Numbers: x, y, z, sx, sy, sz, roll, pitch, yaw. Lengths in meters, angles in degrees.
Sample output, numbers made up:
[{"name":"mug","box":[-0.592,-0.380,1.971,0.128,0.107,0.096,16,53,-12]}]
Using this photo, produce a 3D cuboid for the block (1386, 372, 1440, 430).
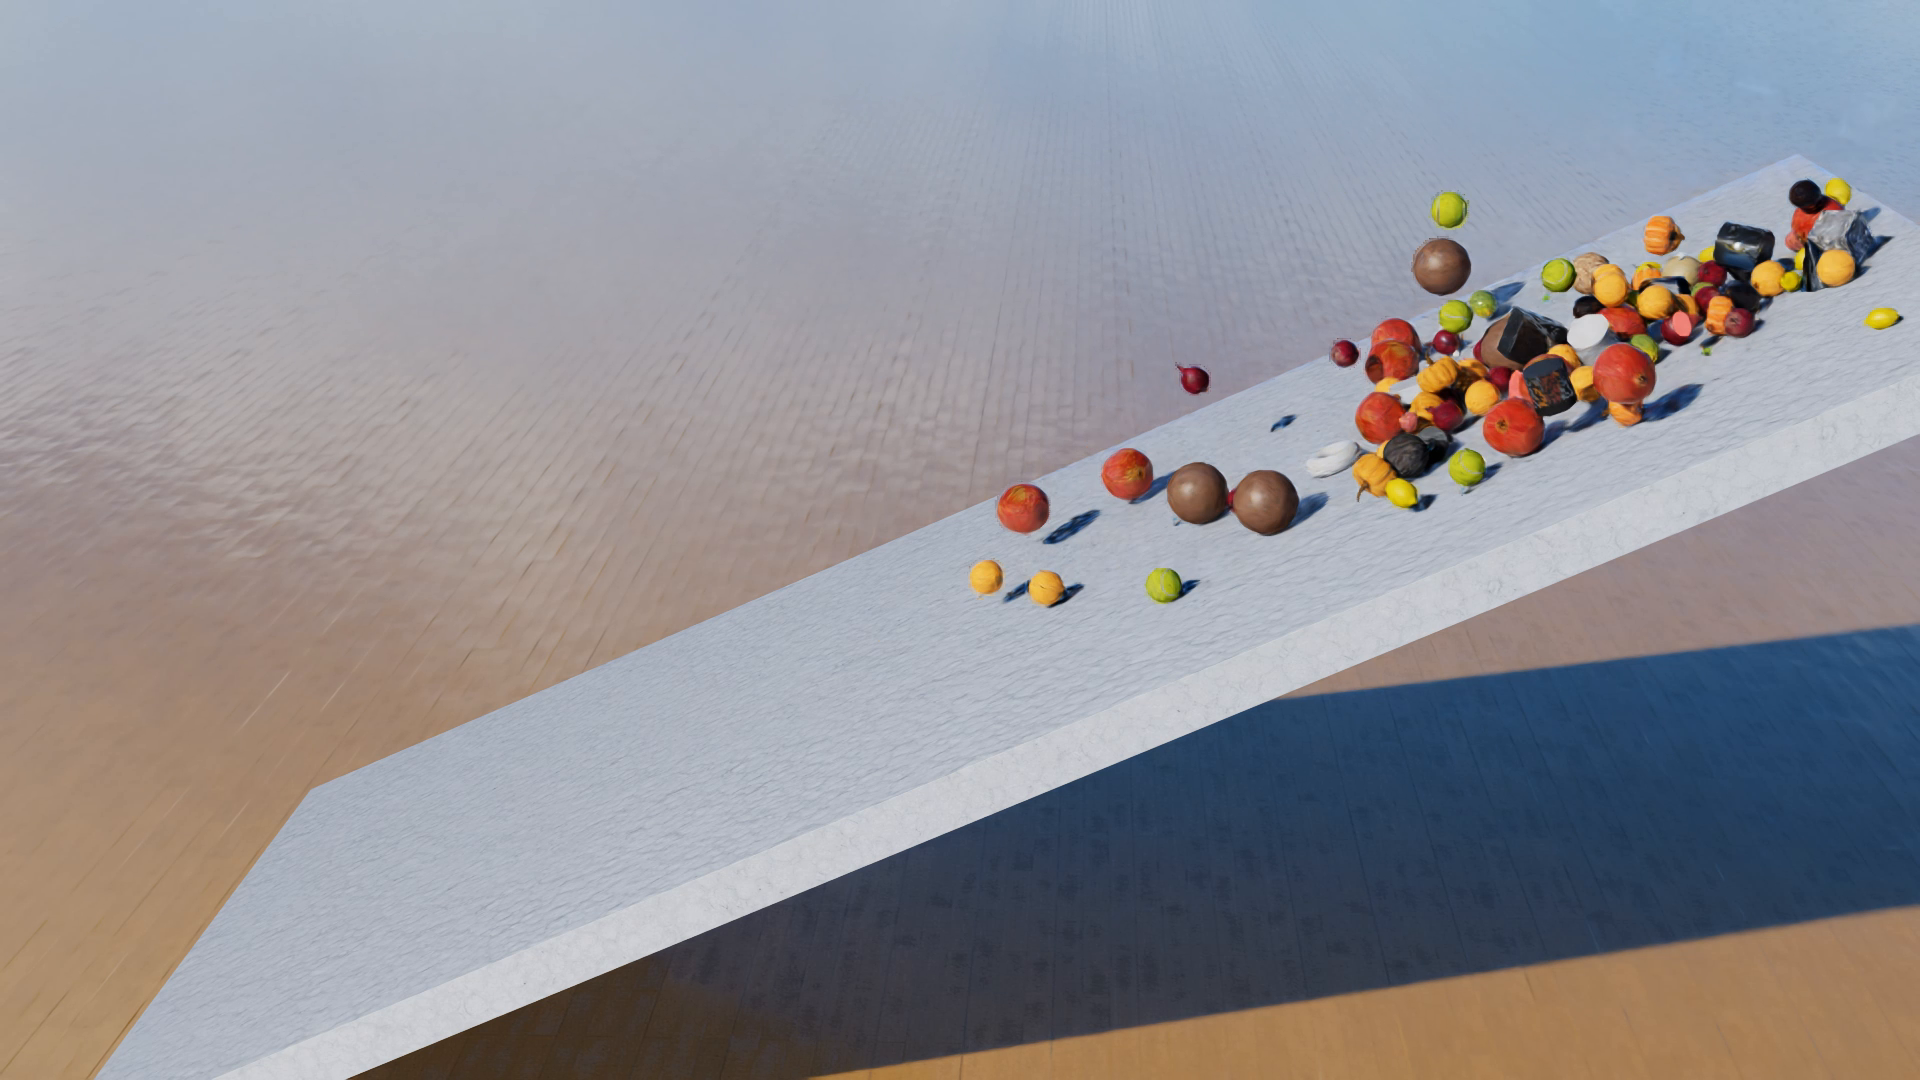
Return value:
[{"name":"block","box":[0.955,-0.293,6.191,0.080,0.080,0.080,-20,14,21]}]

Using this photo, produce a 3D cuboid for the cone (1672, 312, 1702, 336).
[{"name":"cone","box":[1.423,-0.426,5.718,0.052,0.052,0.052,-18,22,-24]}]

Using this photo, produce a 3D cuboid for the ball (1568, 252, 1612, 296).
[{"name":"ball","box":[1.332,-0.562,6.210,0.090,0.090,0.090,0,15,0]}]

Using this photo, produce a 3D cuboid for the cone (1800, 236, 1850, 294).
[{"name":"cone","box":[1.693,-0.555,5.819,0.099,0.099,0.099,-24,12,6]}]

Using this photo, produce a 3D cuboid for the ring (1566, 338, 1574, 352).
[{"name":"ring","box":[1.305,-0.427,6.128,0.097,0.032,0.097,-29,-14,-8]}]

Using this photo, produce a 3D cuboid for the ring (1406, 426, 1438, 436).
[{"name":"ring","box":[0.927,-0.196,5.956,0.114,0.038,0.114,-23,13,6]}]

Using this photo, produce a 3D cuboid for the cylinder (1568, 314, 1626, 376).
[{"name":"cylinder","box":[1.253,-0.385,5.789,0.087,0.087,0.087,-23,42,23]}]

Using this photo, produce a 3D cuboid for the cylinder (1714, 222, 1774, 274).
[{"name":"cylinder","box":[1.588,-0.591,5.955,0.090,0.090,0.090,17,22,33]}]

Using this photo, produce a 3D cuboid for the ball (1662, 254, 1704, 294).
[{"name":"ball","box":[1.517,-0.555,6.172,0.088,0.088,0.088,0,15,0]}]

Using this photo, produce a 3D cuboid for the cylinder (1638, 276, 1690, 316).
[{"name":"cylinder","box":[1.442,-0.500,6.020,0.077,0.077,0.077,-6,16,-14]}]

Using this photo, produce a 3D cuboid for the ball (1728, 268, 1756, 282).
[{"name":"ball","box":[1.620,-0.568,6.081,0.066,0.066,0.066,0,15,0]}]

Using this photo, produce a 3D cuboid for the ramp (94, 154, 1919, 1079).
[{"name":"ramp","box":[0.133,0.170,6.284,4.000,0.100,2.000,-23,13,9]}]

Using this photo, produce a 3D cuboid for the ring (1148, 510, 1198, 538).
[{"name":"ring","box":[0.460,-0.033,6.248,0.121,0.040,0.121,-2,20,1]}]

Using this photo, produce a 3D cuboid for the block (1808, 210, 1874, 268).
[{"name":"block","box":[1.749,-0.598,5.847,0.082,0.082,0.082,4,48,46]}]

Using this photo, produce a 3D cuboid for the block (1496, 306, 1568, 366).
[{"name":"block","box":[1.172,-0.411,6.025,0.096,0.096,0.096,18,14,-8]}]

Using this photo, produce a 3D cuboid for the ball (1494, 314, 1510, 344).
[{"name":"ball","box":[1.194,-0.444,6.334,0.087,0.087,0.087,0,15,0]}]

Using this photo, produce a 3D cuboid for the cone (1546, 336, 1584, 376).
[{"name":"cone","box":[1.211,-0.374,5.961,0.093,0.093,0.093,-28,1,1]}]

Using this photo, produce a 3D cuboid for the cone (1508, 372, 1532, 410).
[{"name":"cone","box":[1.162,-0.303,5.945,0.080,0.080,0.080,-6,16,-11]}]

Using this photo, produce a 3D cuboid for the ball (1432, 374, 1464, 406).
[{"name":"ball","box":[1.026,-0.315,6.183,0.065,0.065,0.065,0,15,0]}]

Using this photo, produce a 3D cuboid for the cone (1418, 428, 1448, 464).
[{"name":"cone","box":[0.955,-0.186,5.871,0.074,0.074,0.074,10,3,33]}]

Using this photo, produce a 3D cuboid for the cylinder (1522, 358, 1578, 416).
[{"name":"cylinder","box":[1.112,-0.289,5.543,0.081,0.081,0.081,-21,21,9]}]

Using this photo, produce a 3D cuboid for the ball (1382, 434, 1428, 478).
[{"name":"ball","box":[0.877,-0.165,5.786,0.090,0.090,0.090,0,15,0]}]
